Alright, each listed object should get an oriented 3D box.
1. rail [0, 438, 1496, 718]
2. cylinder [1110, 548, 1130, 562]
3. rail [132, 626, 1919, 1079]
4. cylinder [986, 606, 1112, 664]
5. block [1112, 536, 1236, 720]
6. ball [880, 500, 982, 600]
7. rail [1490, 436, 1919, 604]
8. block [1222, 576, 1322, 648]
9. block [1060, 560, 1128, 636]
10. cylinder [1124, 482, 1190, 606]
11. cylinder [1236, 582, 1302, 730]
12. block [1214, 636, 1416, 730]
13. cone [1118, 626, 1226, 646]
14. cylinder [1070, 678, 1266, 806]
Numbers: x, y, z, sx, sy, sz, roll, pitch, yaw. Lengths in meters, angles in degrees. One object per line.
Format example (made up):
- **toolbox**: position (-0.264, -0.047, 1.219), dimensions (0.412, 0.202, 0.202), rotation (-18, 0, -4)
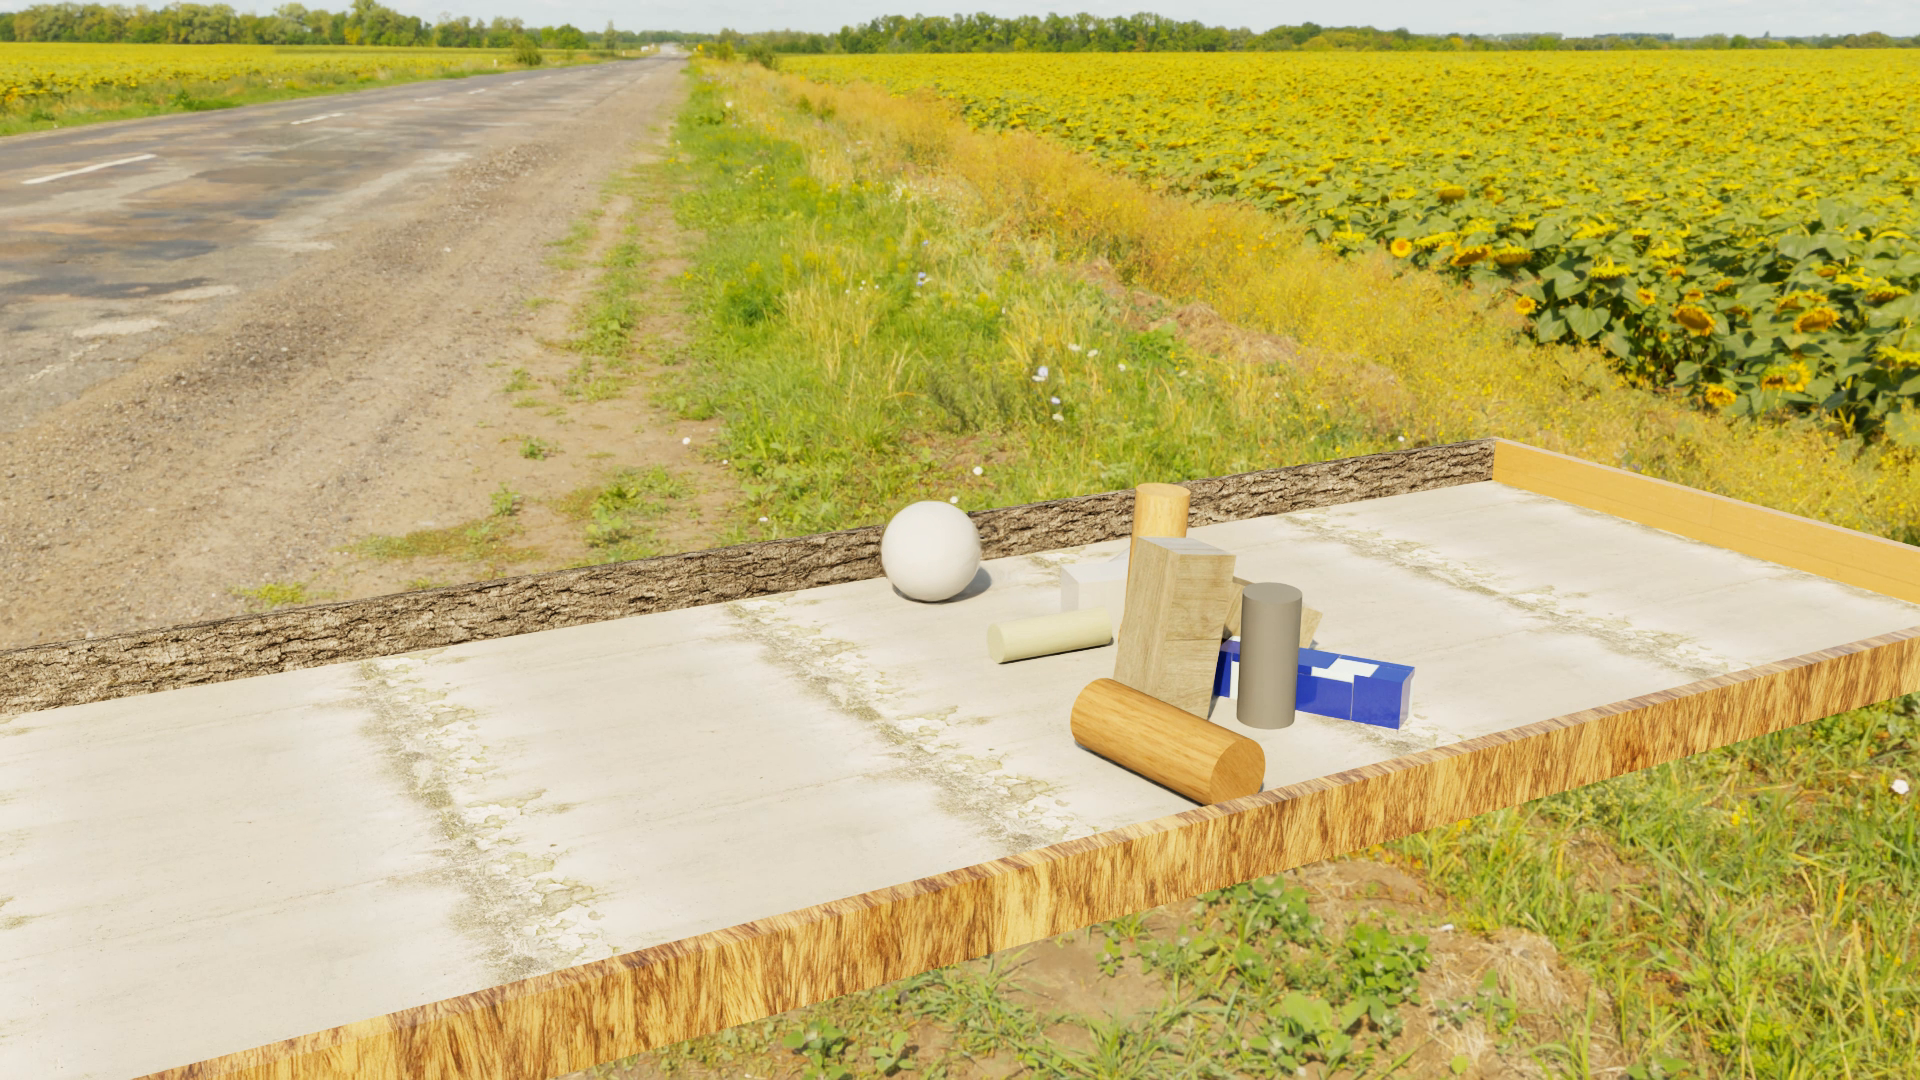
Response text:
- **rail**: position (-3.305, 0.497, 3.399), dimensions (12.000, 0.150, 0.050), rotation (-9, 18, -27)
- **cylinder**: position (0.526, 0.085, 4.814), dimensions (0.142, 0.142, 0.362), rotation (8, 18, 26)
- **rail**: position (-2.336, 1.006, 1.665), dimensions (12.000, 0.150, 0.050), rotation (-9, 18, -27)
- **cylinder**: position (0.235, 0.247, 4.329), dimensions (0.319, 0.104, 0.104), rotation (-8, 18, -25)
- **block**: position (0.489, 0.218, 3.825), dimensions (0.164, 0.423, 0.164), rotation (1, 13, -32)
- **ball**: position (-0.082, 0.030, 4.739), dimensions (0.290, 0.290, 0.290), rotation (0, 16, 0)
- **rail**: position (2.466, -0.048, 5.253), dimensions (0.050, 0.150, 2.100), rotation (-9, 18, -27)
- **block**: position (0.707, 0.176, 4.237), dimensions (0.414, 0.142, 0.142), rotation (18, 8, -24)
- **block**: position (0.458, 0.158, 4.536), dimensions (0.329, 0.159, 0.159), rotation (-4, 17, -13)
- **cylinder**: position (0.517, 0.070, 4.358), dimensions (0.143, 0.419, 0.143), rotation (3, 17, -1)
- **cylinder**: position (0.723, 0.271, 3.861), dimensions (0.137, 0.316, 0.137), rotation (0, 19, 0)
- **block**: position (0.852, 0.341, 3.986), dimensions (0.456, 0.118, 0.118), rotation (9, 19, 28)
- **cone**: position (0.629, 0.268, 4.291), dimensions (0.413, 0.176, 0.176), rotation (4, 12, -33)
- **cylinder**: position (0.443, 0.440, 3.568), dimensions (0.164, 0.164, 0.433), rotation (-12, 20, -35)
